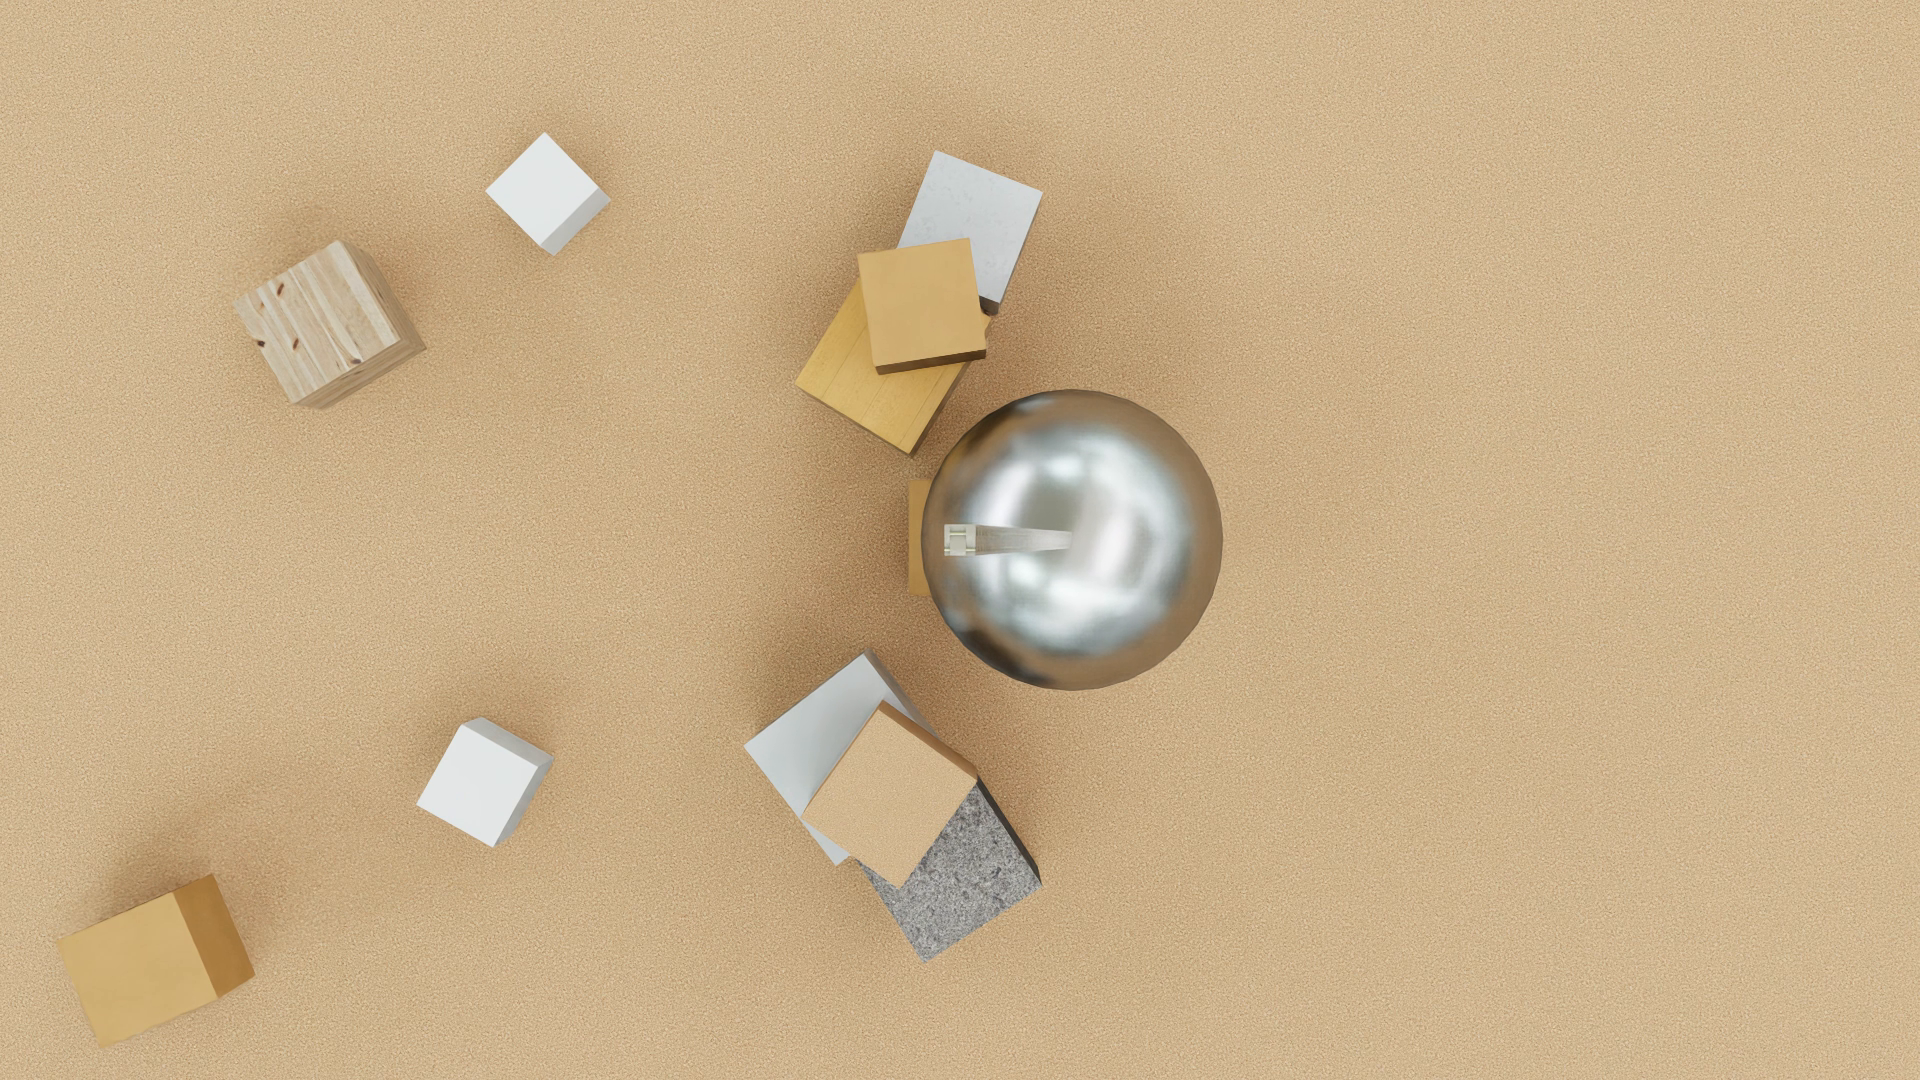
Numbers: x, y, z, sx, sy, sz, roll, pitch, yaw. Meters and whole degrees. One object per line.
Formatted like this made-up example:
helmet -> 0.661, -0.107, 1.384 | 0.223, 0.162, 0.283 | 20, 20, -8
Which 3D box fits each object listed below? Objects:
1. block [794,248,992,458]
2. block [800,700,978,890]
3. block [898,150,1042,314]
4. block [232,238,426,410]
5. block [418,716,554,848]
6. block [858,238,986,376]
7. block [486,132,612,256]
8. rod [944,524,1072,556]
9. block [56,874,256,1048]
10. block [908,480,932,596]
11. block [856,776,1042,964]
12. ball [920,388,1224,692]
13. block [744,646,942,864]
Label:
block -> -0.371, -1.046, 12.589 | 0.745, 0.823, 0.880 | 31, 90, 0
block -> -0.370, 1.348, 11.790 | 0.637, 0.727, 0.694 | 36, 90, 0
block -> 0.042, -1.762, 12.678 | 0.650, 0.643, 0.670 | 21, 90, 0
block -> -3.623, -1.232, 12.691 | 0.707, 0.617, 0.663 | -31, 90, 0
block -> -2.738, 1.394, 12.734 | 0.497, 0.532, 0.522 | 29, 90, 0
block -> -0.200, -1.250, 11.860 | 0.597, 0.635, 0.593 | -9, 90, 0
block -> -2.383, -2.002, 12.768 | 0.477, 0.463, 0.440 | -45, 90, 0
rod -> 0.255, 0.000, 8.243 | 0.080, 5.200, 0.080 | 0, 90, 6
block -> -4.617, 2.412, 12.666 | 0.712, 0.667, 0.655 | -23, 90, 0
block -> 0.029, -0.013, 12.694 | 0.633, 0.611, 0.648 | 0, 90, 0
block -> -0.073, 1.836, 12.625 | 0.790, 0.751, 0.739 | -33, 90, 0
ball -> 0.588, 0.000, 11.626 | 1.600, 1.600, 1.600 | 0, 90, 0
block -> -0.611, 1.214, 12.577 | 0.835, 0.846, 0.837 | -38, 90, 0
